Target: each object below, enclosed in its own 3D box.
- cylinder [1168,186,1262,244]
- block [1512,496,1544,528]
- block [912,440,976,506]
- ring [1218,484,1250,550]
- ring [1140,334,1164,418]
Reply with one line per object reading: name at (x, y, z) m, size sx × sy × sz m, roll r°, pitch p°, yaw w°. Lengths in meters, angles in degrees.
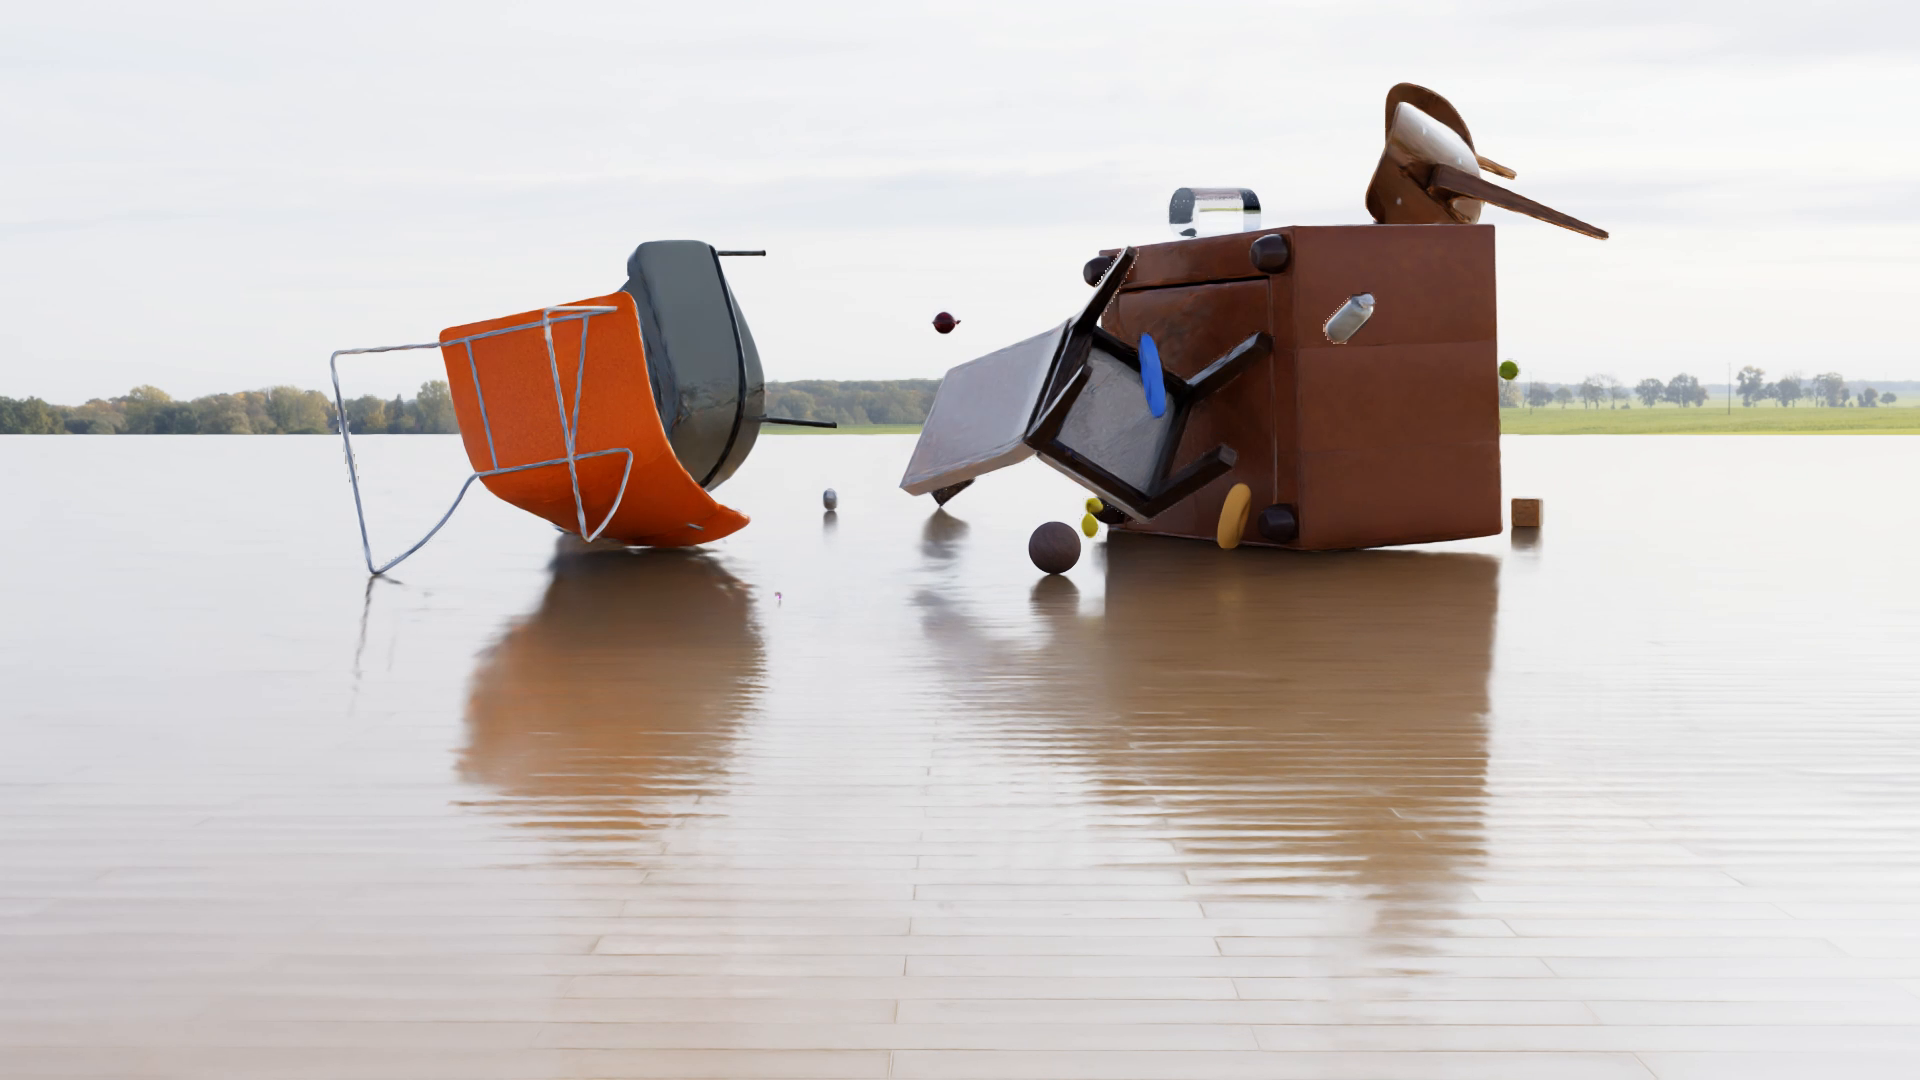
cylinder at (0.789, -1.005, 6.805) m, size 0.230 × 0.178 × 0.169 m, roll -5°, pitch -29°, yaw -27°
block at (1.858, -0.091, 7.194) m, size 0.088 × 0.093 × 0.134 m, roll 1°, pitch 4°, yaw 20°
block at (-0.062, -0.253, 8.367) m, size 0.168 × 0.166 × 0.101 m, roll -35°, pitch 42°, yaw -1°
ring at (0.765, -0.065, 6.130) m, size 0.057 × 0.213 × 0.095 m, roll 25°, pitch 34°, yaw 23°
ring at (0.517, -0.442, 5.915) m, size 0.039 × 0.242 × 0.086 m, roll -3°, pitch -20°, yaw -14°
